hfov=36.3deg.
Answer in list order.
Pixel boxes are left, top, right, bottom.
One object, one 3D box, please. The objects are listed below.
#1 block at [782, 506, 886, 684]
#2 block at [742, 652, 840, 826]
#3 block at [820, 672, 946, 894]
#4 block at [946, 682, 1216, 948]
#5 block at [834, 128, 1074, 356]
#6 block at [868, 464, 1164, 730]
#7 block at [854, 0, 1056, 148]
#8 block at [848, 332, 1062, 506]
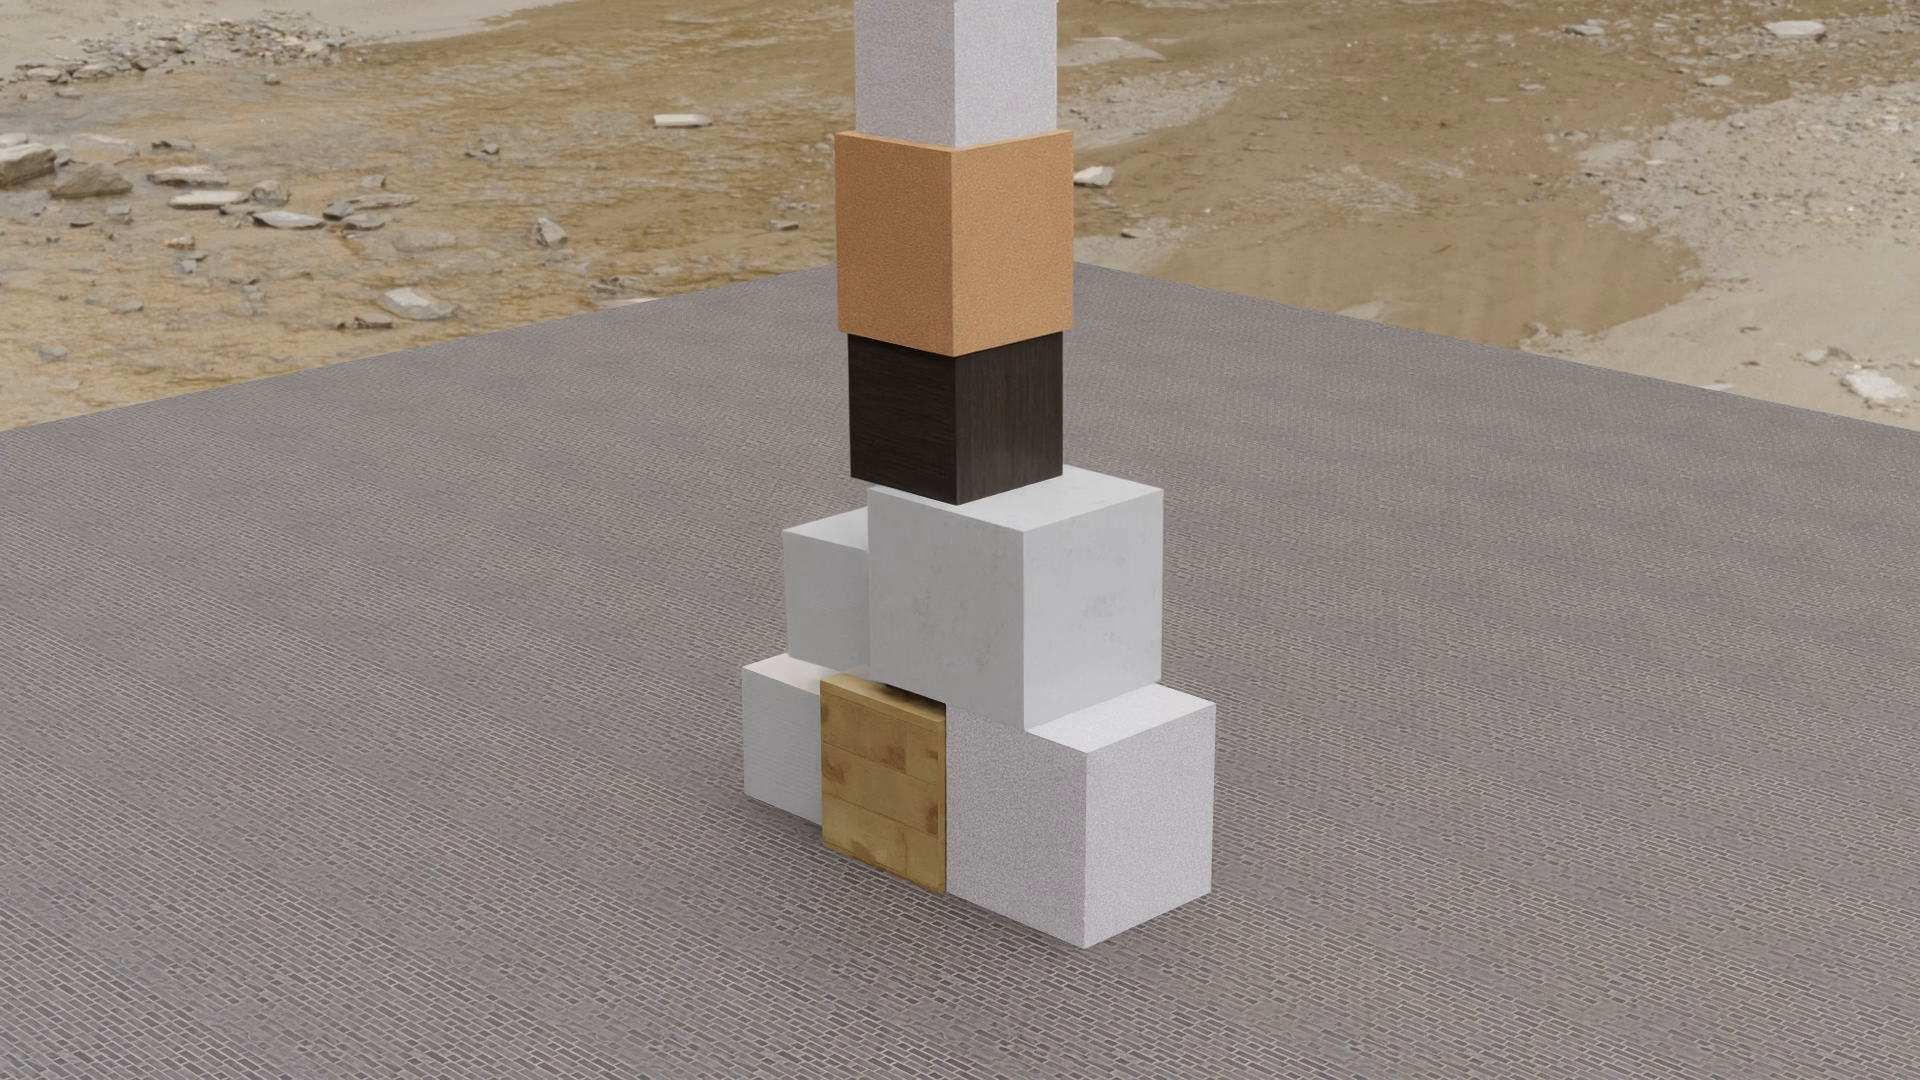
[{"bbox_3d":[-0.359,0.240,13.789,0.642,0.622,0.667,-17,21,-42],"label":"block"},{"bbox_3d":[-0.584,0.942,14.243,0.609,0.661,0.730,-17,24,-42],"label":"block"},{"bbox_3d":[-0.055,1.027,13.694,0.896,0.829,0.775,-17,24,-42],"label":"block"},{"bbox_3d":[0.537,1.158,13.139,0.846,0.911,0.848,-17,24,-42],"label":"block"},{"bbox_3d":[-0.023,-1.358,12.926,0.753,0.881,0.726,-17,23,-42],"label":"block"},{"bbox_3d":[0.248,0.201,13.171,0.897,0.896,0.965,-17,23,-42],"label":"block"},{"bbox_3d":[-0.019,-2.098,12.711,0.622,0.661,0.613,-17,23,-42],"label":"block"},{"bbox_3d":[-0.019,-0.612,13.151,0.676,0.676,0.679,-17,23,-42],"label":"block"}]
